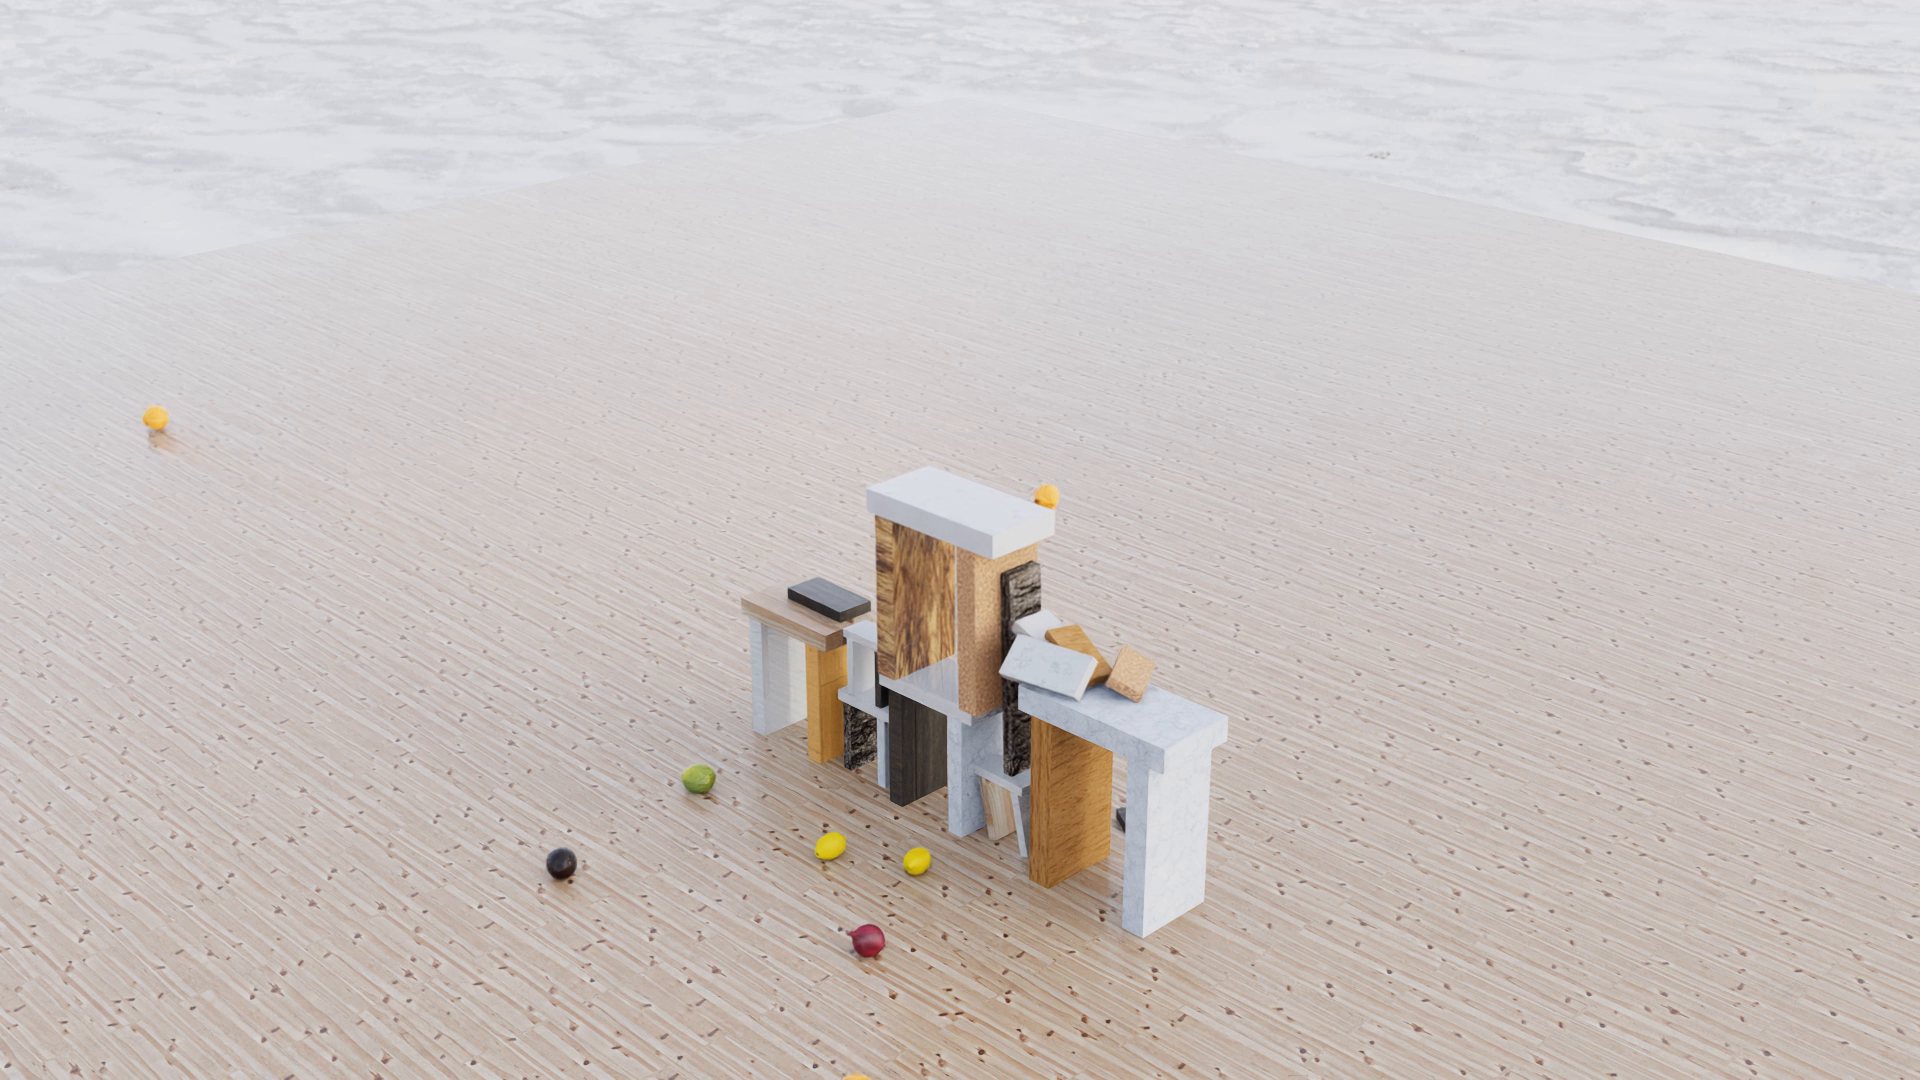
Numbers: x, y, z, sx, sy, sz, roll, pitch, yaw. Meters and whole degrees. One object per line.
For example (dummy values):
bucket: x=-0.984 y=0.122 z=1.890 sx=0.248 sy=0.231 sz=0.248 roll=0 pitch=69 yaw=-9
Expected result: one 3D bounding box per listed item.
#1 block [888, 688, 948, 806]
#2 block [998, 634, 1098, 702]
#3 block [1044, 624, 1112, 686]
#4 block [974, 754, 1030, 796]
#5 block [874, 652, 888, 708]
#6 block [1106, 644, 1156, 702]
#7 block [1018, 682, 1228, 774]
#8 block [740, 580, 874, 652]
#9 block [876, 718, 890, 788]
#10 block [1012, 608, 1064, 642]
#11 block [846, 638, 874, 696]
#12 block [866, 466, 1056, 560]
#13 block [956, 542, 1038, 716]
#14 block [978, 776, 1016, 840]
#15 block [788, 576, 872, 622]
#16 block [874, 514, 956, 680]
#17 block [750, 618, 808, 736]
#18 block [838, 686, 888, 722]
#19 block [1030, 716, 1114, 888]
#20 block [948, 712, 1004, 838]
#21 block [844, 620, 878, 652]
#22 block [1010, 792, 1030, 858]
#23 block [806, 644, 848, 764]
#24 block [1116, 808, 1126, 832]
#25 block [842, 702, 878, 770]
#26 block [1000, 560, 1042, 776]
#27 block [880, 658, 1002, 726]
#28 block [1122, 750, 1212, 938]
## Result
block: x=-0.085 y=0.402 z=4.482 sx=0.037 sy=0.258 sz=0.129 roll=21 pitch=31 yaw=41
block: x=0.163 y=0.236 z=4.071 sx=0.169 sy=0.024 sz=0.085 roll=16 pitch=70 yaw=34
block: x=0.223 y=0.215 z=4.107 sx=0.070 sy=0.020 sz=0.140 roll=-10 pitch=44 yaw=-30
block: x=0.098 y=0.461 z=4.313 sx=0.066 sy=0.019 sz=0.131 roll=-20 pitch=30 yaw=-39
block: x=-0.145 y=0.276 z=4.495 sx=0.063 sy=0.125 sz=0.018 roll=-21 pitch=31 yaw=-40
block: x=0.318 y=0.247 z=4.079 sx=0.070 sy=0.020 sz=0.140 roll=29 pitch=27 yaw=2
block: x=0.297 y=0.318 z=4.040 sx=0.355 sy=0.050 sz=0.177 roll=21 pitch=31 yaw=41
block: x=-0.324 y=0.159 z=4.647 sx=0.270 sy=0.038 sz=0.135 roll=21 pitch=31 yaw=41
block: x=-0.135 y=0.428 z=4.552 sx=0.078 sy=0.156 sz=0.022 roll=-21 pitch=31 yaw=-40
block: x=0.185 y=0.202 z=4.147 sx=0.085 sy=0.024 sz=0.169 roll=-19 pitch=49 yaw=-38
block: x=-0.204 y=0.253 z=4.549 sx=0.063 sy=0.125 sz=0.018 roll=-21 pitch=31 yaw=-40
block: x=-0.001 y=-0.055 z=4.202 sx=0.340 sy=0.048 sz=0.170 roll=21 pitch=31 yaw=40
block: x=0.073 y=0.152 z=4.211 sx=0.170 sy=0.340 sz=0.048 roll=-21 pitch=30 yaw=-40
block: x=0.077 y=0.522 z=4.362 sx=0.066 sy=0.131 sz=0.019 roll=-21 pitch=17 yaw=-40
block: x=-0.277 y=0.126 z=4.645 sx=0.086 sy=0.024 sz=0.171 roll=-20 pitch=30 yaw=-39
block: x=-0.087 y=0.091 z=4.355 sx=0.048 sy=0.340 sz=0.170 roll=21 pitch=31 yaw=40
block: x=-0.388 y=0.276 z=4.765 sx=0.038 sy=0.270 sz=0.135 roll=21 pitch=31 yaw=41
block: x=-0.172 y=0.332 z=4.551 sx=0.078 sy=0.022 sz=0.156 roll=-21 pitch=31 yaw=-40
block: x=0.213 y=0.471 z=4.196 sx=0.050 sy=0.355 sz=0.177 roll=21 pitch=31 yaw=41
block: x=0.036 y=0.450 z=4.371 sx=0.129 sy=0.258 sz=0.037 roll=-21 pitch=31 yaw=-40
block: x=-0.174 y=0.199 z=4.494 sx=0.063 sy=0.018 sz=0.125 roll=-21 pitch=30 yaw=-40
block: x=0.139 y=0.547 z=4.303 sx=0.066 sy=0.131 sz=0.019 roll=-21 pitch=17 yaw=-40
block: x=-0.260 y=0.325 z=4.648 sx=0.135 sy=0.270 sz=0.038 roll=-21 pitch=31 yaw=-41
block: x=0.391 y=0.558 z=4.421 sx=0.139 sy=0.020 sz=0.070 roll=-5 pitch=23 yaw=-12
block: x=-0.208 y=0.400 z=4.620 sx=0.022 sy=0.156 sz=0.078 roll=21 pitch=31 yaw=41
block: x=0.119 y=0.250 z=4.242 sx=0.085 sy=0.424 sz=0.024 roll=-21 pitch=29 yaw=-40
block: x=-0.025 y=0.290 z=4.368 sx=0.258 sy=0.037 sz=0.129 roll=21 pitch=31 yaw=40
block: x=0.380 y=0.537 z=4.042 sx=0.050 sy=0.355 sz=0.177 roll=21 pitch=31 yaw=41
